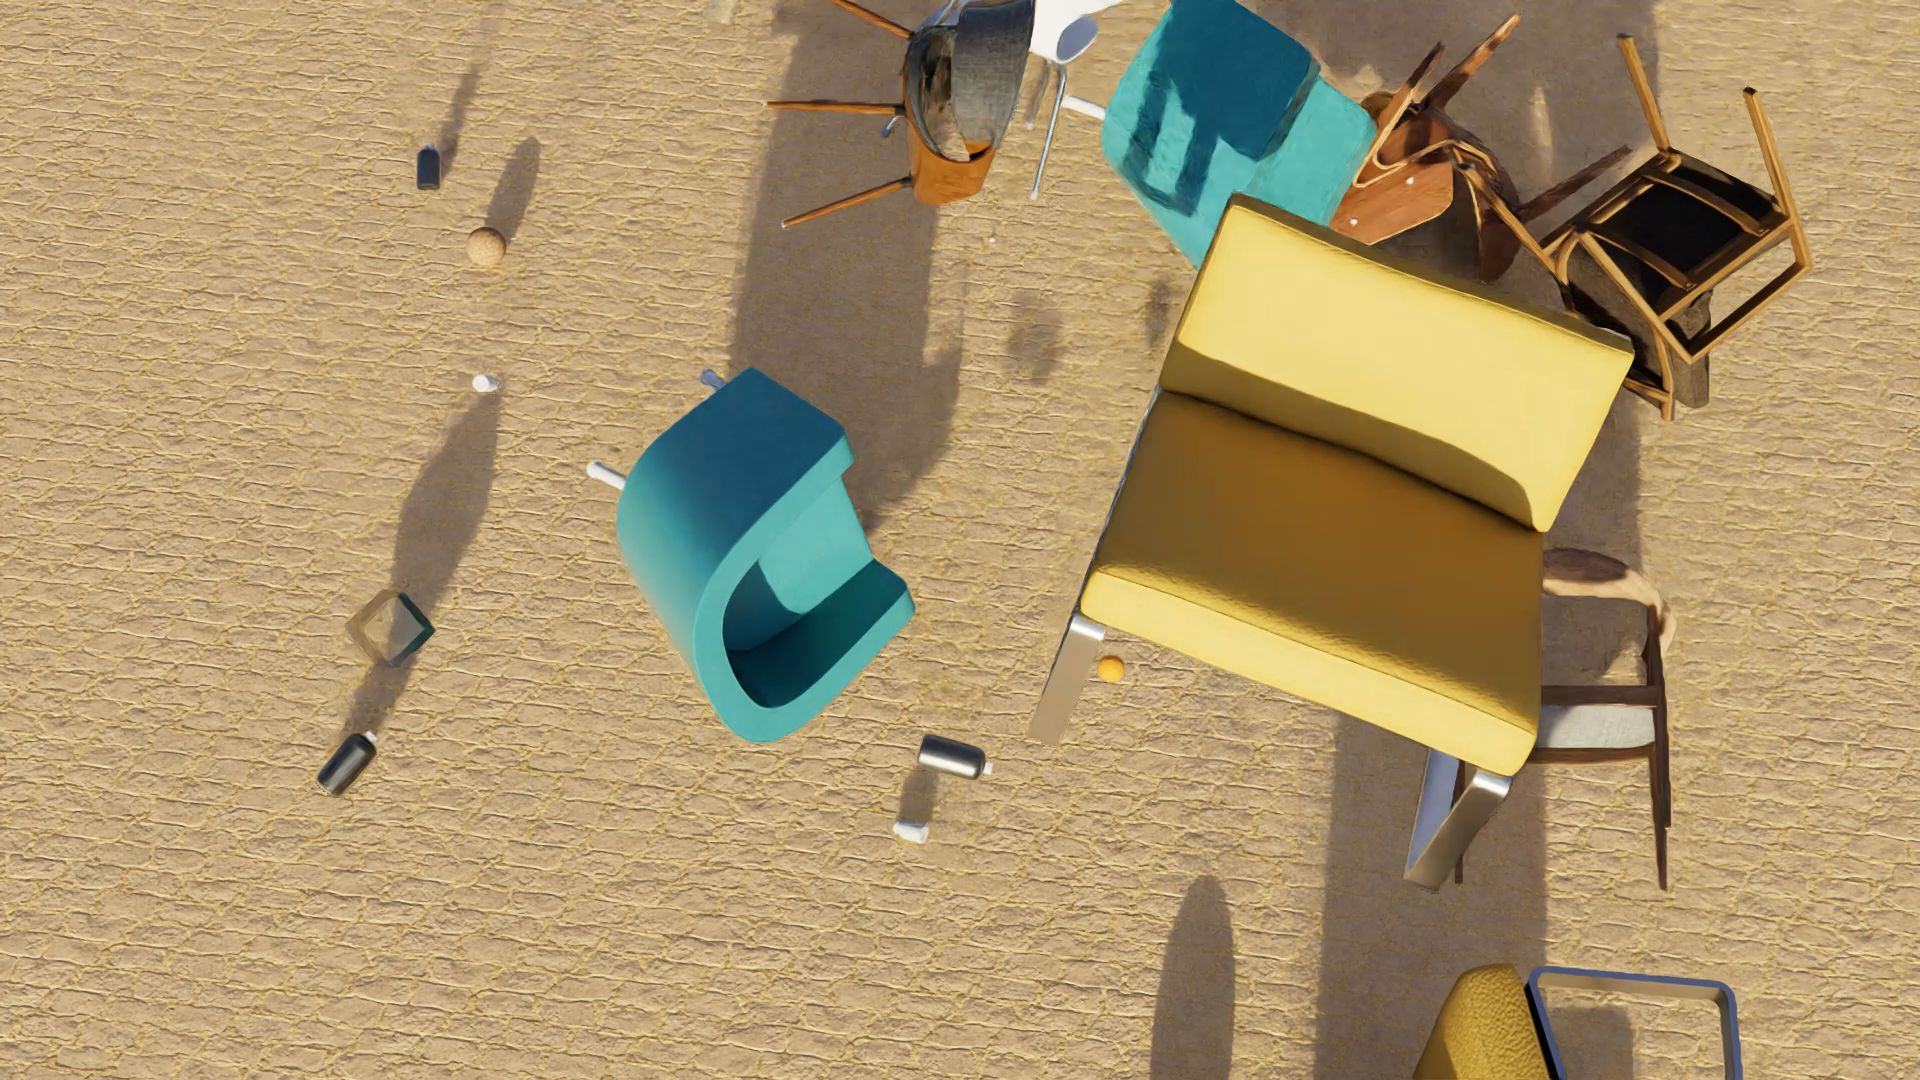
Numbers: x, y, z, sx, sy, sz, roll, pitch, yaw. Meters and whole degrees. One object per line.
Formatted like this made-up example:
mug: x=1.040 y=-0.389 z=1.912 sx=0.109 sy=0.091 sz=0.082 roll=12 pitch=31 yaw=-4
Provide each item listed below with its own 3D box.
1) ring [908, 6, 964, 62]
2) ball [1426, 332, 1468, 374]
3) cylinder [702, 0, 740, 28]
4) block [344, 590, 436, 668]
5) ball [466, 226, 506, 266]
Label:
ring: x=-0.085 y=-1.729 z=7.503 sx=0.206 sy=0.313 sz=0.093 roll=-43 pitch=97 yaw=-15
ball: x=1.528 y=-0.588 z=6.890 sx=0.130 sy=0.130 sz=0.130 roll=0 pitch=56 yaw=0
cylinder: x=-0.813 y=-1.827 z=7.524 sx=0.159 sy=0.087 sz=0.129 roll=22 pitch=94 yaw=54
block: x=-1.627 y=0.252 z=6.275 sx=0.158 sy=0.155 sz=0.149 roll=-47 pitch=26 yaw=-26
ball: x=-1.537 y=-0.953 z=7.136 sx=0.128 sy=0.128 sz=0.128 roll=0 pitch=56 yaw=0
